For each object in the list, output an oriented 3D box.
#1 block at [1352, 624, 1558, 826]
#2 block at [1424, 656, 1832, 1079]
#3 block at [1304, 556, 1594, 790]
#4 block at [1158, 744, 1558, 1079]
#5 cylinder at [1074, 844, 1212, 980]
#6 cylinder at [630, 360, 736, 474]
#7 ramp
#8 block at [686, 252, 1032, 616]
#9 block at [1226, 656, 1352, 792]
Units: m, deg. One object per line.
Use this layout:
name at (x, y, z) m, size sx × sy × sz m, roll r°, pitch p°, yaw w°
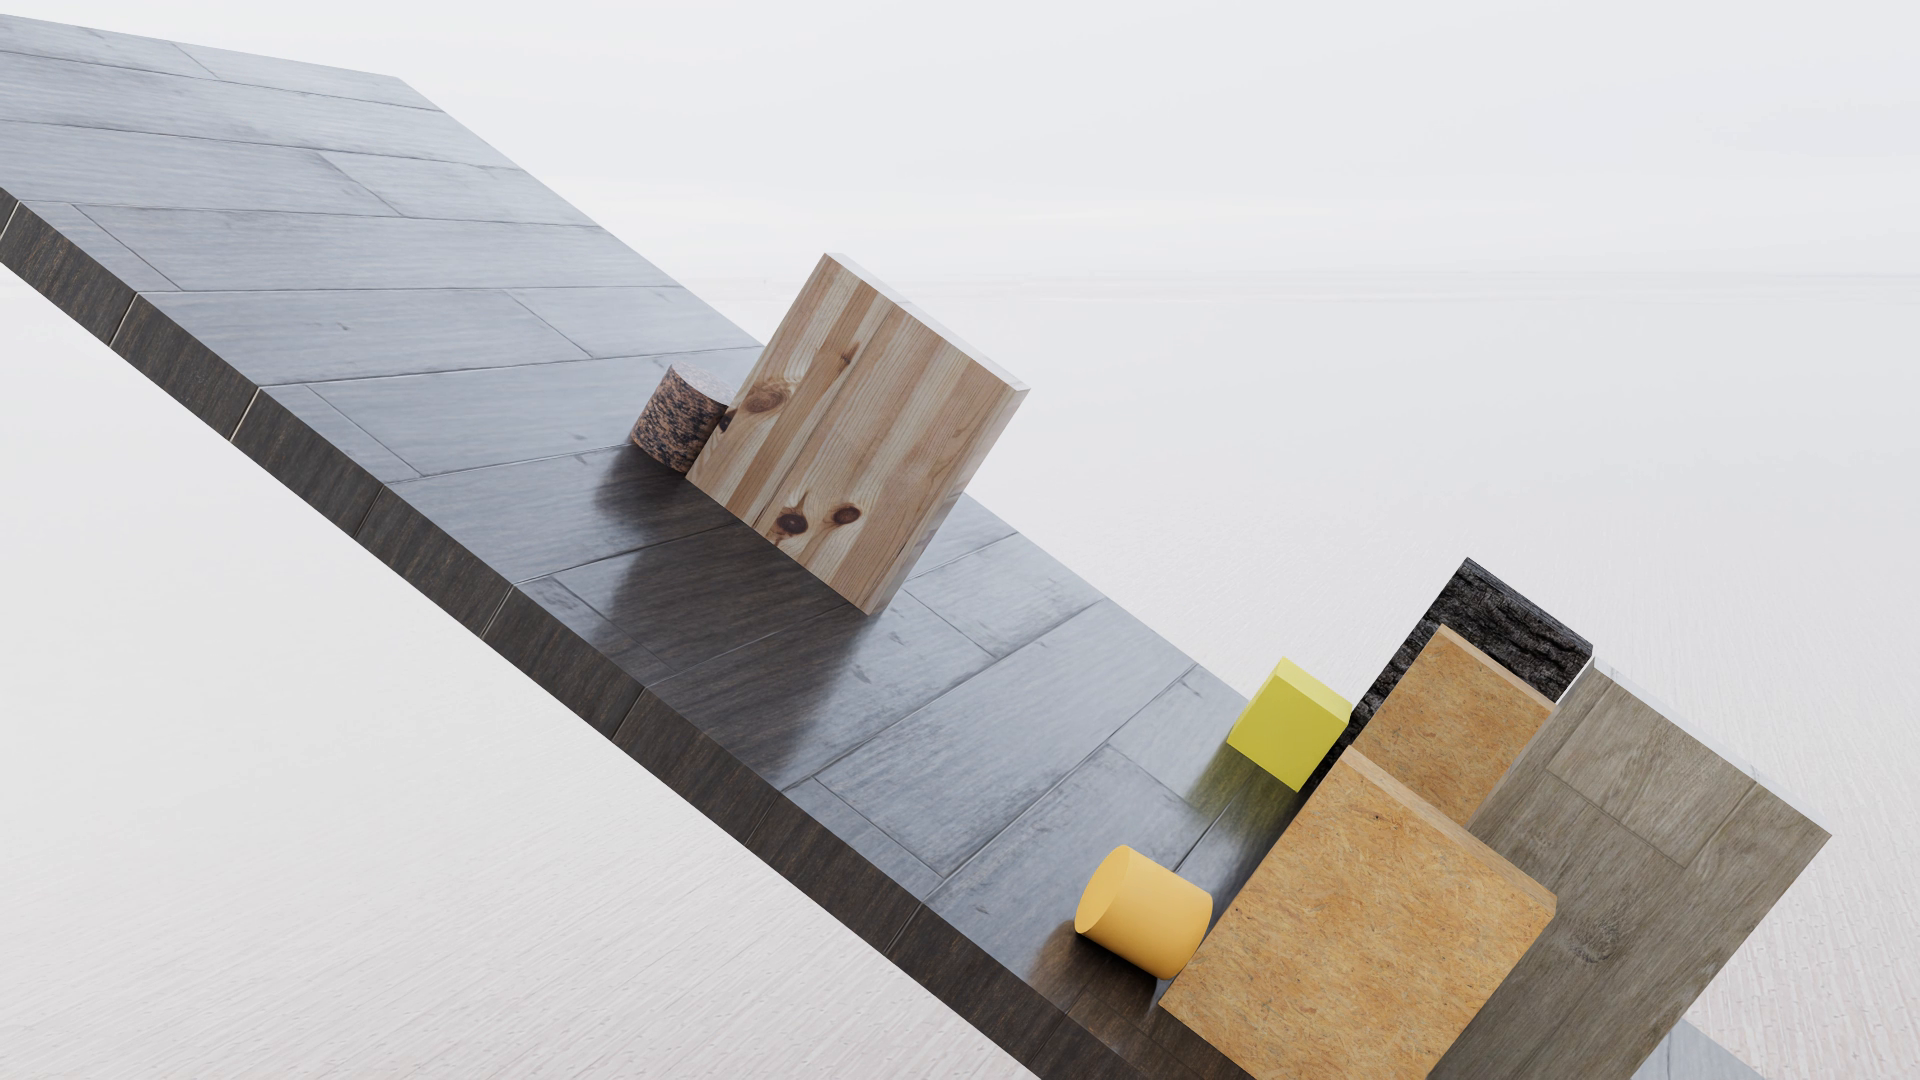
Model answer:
block at (0.901, 0.471, 4.132) m, size 0.359 × 0.508 × 0.097 m, roll 36°, pitch 15°, yaw 10°
block at (0.934, 0.597, 3.400) m, size 0.414 × 0.727 × 0.108 m, roll 36°, pitch 15°, yaw 10°
block at (1.013, 0.362, 4.584) m, size 0.314 × 0.568 × 0.142 m, roll 36°, pitch 15°, yaw 10°
block at (0.570, 0.593, 3.175) m, size 0.360 × 0.461 × 0.098 m, roll 36°, pitch 15°, yaw 10°
cylinder at (0.274, 0.556, 3.282) m, size 0.148 × 0.148 × 0.148 m, roll 31°, pitch 2°, yaw -10°
cylinder at (-0.507, -0.227, 4.081) m, size 0.153 × 0.153 × 0.153 m, roll 31°, pitch 15°, yaw -10°
ramp at (-0.111, 0.190, 4.092) m, size 4.000 × 0.100 × 2.000 m, roll 36°, pitch 15°, yaw 10°
block at (-0.189, -0.192, 3.974) m, size 0.430 × 0.493 × 0.095 m, roll 36°, pitch 15°, yaw 10°
block at (0.692, 0.383, 4.606) m, size 0.179 × 0.179 × 0.179 m, roll 35°, pitch 15°, yaw 6°
